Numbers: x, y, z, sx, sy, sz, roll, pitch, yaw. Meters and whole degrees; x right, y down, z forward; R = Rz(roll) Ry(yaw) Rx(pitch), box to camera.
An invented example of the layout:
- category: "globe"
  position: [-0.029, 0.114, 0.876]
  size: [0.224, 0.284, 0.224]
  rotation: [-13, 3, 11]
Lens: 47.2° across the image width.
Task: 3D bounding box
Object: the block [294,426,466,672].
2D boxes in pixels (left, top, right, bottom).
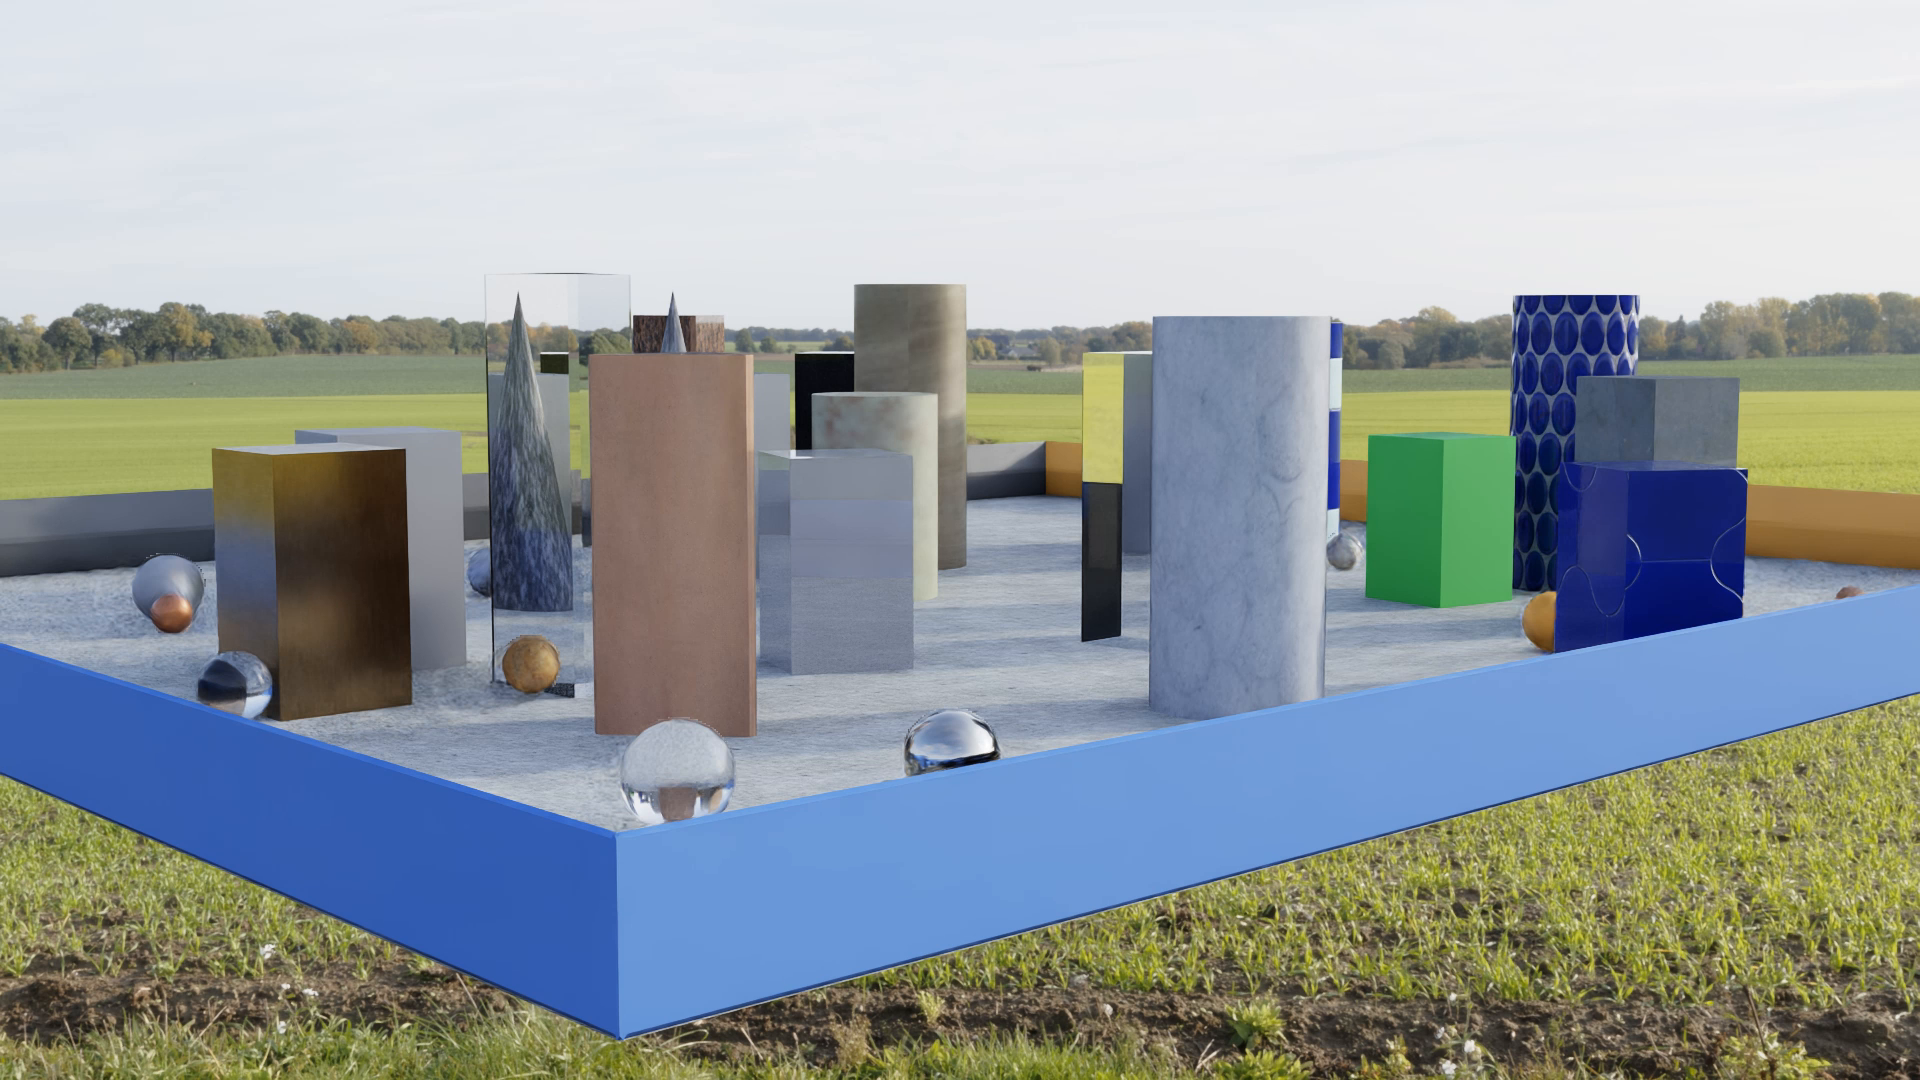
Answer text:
- category: "block"
  position: [-0.728, 0.010, 2.764]
  size: [0.157, 0.294, 0.157]
  rotation: [-4, 7, -35]

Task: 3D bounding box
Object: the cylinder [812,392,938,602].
- category: "cylinder"
  position: [-0.133, -0.070, 3.425]
  size: [0.196, 0.315, 0.196]
  rotation: [0, 6, 0]

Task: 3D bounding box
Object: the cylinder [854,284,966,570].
- category: "cylinder"
  position: [-0.086, -0.200, 3.831]
  size: [0.196, 0.488, 0.196]
  rotation: [0, 6, 0]

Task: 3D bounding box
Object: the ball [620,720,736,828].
- category: "ball"
  position: [-0.240, 0.202, 1.871]
  size: [0.098, 0.098, 0.098]
  rotation: [0, 6, 0]

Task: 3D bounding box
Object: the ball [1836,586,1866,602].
- category: "ball"
  position: [1.303, 0.089, 3.217]
  size: [0.043, 0.043, 0.043]
  rotation: [0, 6, 0]

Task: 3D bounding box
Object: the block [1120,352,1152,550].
- category: "block"
  position: [0.401, -0.171, 4.149]
  size: [0.157, 0.365, 0.157]
  rotation: [2, 6, 22]

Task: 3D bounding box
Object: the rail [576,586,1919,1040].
- category: "rail"
  position: [0.889, 0.133, 2.374]
  size: [3.028, 0.127, 0.045]
  rotation: [-5, 8, -42]

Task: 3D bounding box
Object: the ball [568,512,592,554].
- category: "ball"
  position: [-0.676, -0.012, 4.010]
  size: [0.078, 0.078, 0.078]
  rotation: [0, 6, 0]

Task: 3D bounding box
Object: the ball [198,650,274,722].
- category: "ball"
  position: [-0.782, 0.159, 2.373]
  size: [0.078, 0.078, 0.078]
  rotation: [0, 6, 0]

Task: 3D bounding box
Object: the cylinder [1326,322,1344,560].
- category: "cylinder"
  position: [0.589, -0.181, 3.973]
  size: [0.196, 0.421, 0.196]
  rotation: [0, 6, 0]

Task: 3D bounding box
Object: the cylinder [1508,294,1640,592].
- category: "cylinder"
  position: [0.981, -0.157, 3.528]
  size: [0.196, 0.468, 0.196]
  rotation: [0, 6, 0]

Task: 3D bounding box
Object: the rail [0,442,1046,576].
- category: "rail"
  position: [-0.889, -0.067, 4.290]
  size: [3.028, 0.127, 0.045]
  rotation: [-5, 8, -42]

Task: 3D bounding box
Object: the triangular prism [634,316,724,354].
- category: "triangular prism"
  position: [-0.499, -0.204, 4.134]
  size: [0.170, 0.435, 0.147]
  rotation: [5, 8, 42]

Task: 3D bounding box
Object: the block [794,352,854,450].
- category: "block"
  position: [-0.224, -0.178, 4.228]
  size: [0.157, 0.363, 0.157]
  rotation: [1, 6, 7]

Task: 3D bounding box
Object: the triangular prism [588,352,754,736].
- category: "triangular prism"
  position: [-0.294, -0.001, 2.362]
  size: [0.170, 0.398, 0.147]
  rotation: [1, 6, 5]

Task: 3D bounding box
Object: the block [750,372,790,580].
- category: "block"
  position: [-0.391, -0.109, 3.689]
  size: [0.157, 0.339, 0.157]
  rotation: [-4, 7, -33]

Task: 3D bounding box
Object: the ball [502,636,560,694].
- category: "ball"
  position: [-0.493, 0.144, 2.527]
  size: [0.065, 0.065, 0.065]
  rotation: [0, 6, 0]

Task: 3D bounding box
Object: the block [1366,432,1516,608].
- category: "block"
  position: [0.739, -0.035, 3.386]
  size: [0.157, 0.253, 0.157]
  rotation: [-4, 7, -34]

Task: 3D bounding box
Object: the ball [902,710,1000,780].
- category: "ball"
  position: [-0.007, 0.196, 1.972]
  size: [0.087, 0.087, 0.087]
  rotation: [0, 6, 0]

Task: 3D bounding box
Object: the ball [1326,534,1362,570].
- category: "ball"
  position: [0.660, 0.020, 3.776]
  size: [0.063, 0.063, 0.063]
  rotation: [0, 6, 0]

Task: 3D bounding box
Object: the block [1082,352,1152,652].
- category: "block"
  position: [0.274, -0.055, 2.934]
  size: [0.157, 0.388, 0.157]
  rotation: [6, 8, 44]

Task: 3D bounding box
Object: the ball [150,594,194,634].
- category: "ball"
  position: [-1.086, 0.102, 3.032]
  size: [0.055, 0.055, 0.055]
  rotation: [0, 6, 0]

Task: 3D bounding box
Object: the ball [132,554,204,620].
- category: "ball"
  position: [-1.129, 0.070, 3.135]
  size: [0.097, 0.097, 0.097]
  rotation: [0, 6, 0]

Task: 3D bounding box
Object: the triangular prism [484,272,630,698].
- category: "triangular prism"
  position: [-0.448, -0.071, 2.615]
  size: [0.170, 0.486, 0.147]
  rotation: [6, 8, 43]

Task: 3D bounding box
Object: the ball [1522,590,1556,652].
- category: "ball"
  position: [0.776, 0.106, 2.872]
  size: [0.079, 0.079, 0.079]
  rotation: [0, 6, 0]

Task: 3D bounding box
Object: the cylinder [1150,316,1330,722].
- category: "cylinder"
  position: [0.311, -0.030, 2.454]
  size: [0.196, 0.437, 0.196]
  rotation: [0, 6, 0]

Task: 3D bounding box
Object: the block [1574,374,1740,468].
- category: "block"
  position: [0.994, -0.059, 3.151]
  size: [0.157, 0.349, 0.157]
  rotation: [-3, 7, -26]

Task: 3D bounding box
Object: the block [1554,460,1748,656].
- category: "block"
  position: [0.831, 0.039, 2.654]
  size: [0.157, 0.258, 0.157]
  rotation: [-2, 6, -14]

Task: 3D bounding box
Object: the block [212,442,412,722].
- category: "block"
  position: [-0.730, 0.041, 2.480]
  size: [0.157, 0.290, 0.157]
  rotation: [-5, 8, -42]

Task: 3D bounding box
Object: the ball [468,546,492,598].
- category: "ball"
  position: [-0.725, 0.049, 3.415]
  size: [0.080, 0.080, 0.080]
  rotation: [0, 6, 0]

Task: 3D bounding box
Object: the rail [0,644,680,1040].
- category: "rail"
  position: [-1.095, 0.138, 2.327]
  size: [0.045, 0.127, 2.669]
  rotation: [-5, 8, -42]

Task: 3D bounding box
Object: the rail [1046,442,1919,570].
- category: "rail"
  position: [1.095, -0.072, 4.337]
  size: [0.045, 0.127, 2.669]
  rotation: [-5, 8, -42]

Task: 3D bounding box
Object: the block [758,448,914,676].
- category: "block"
  position: [-0.158, 0.023, 2.773]
  size: [0.157, 0.265, 0.157]
  rotation: [-2, 6, -19]

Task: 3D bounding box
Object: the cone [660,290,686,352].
- category: "cone"
  position: [-0.436, -0.145, 3.366]
  size: [0.196, 0.476, 0.196]
  rotation: [0, 6, 0]
